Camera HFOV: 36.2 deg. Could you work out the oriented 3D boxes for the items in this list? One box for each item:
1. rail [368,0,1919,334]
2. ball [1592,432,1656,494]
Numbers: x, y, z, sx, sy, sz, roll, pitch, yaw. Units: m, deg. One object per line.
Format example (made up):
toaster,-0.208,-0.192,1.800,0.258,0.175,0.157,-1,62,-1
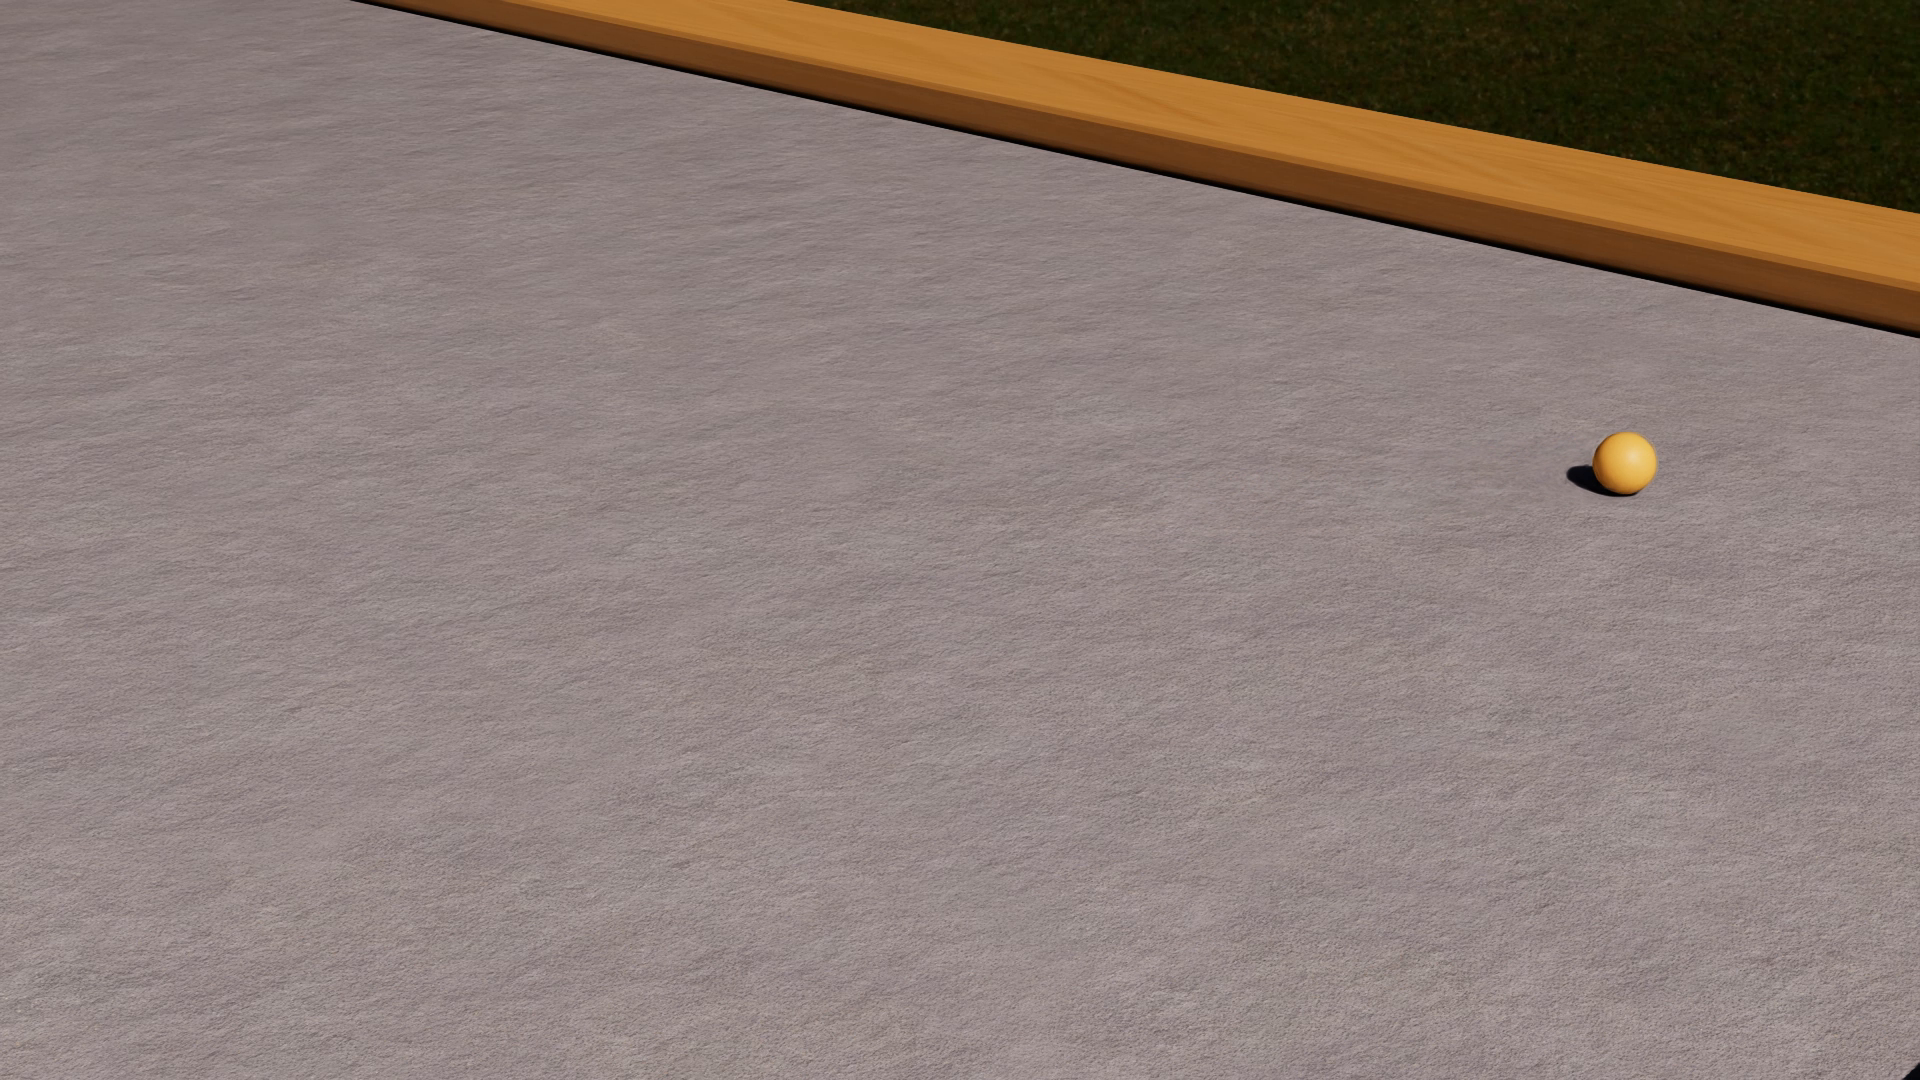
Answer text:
rail,-0.064,-0.626,3.975,4.352,0.129,0.045,18,28,37
ball,0.611,-0.070,2.706,0.057,0.057,0.057,0,22,0
